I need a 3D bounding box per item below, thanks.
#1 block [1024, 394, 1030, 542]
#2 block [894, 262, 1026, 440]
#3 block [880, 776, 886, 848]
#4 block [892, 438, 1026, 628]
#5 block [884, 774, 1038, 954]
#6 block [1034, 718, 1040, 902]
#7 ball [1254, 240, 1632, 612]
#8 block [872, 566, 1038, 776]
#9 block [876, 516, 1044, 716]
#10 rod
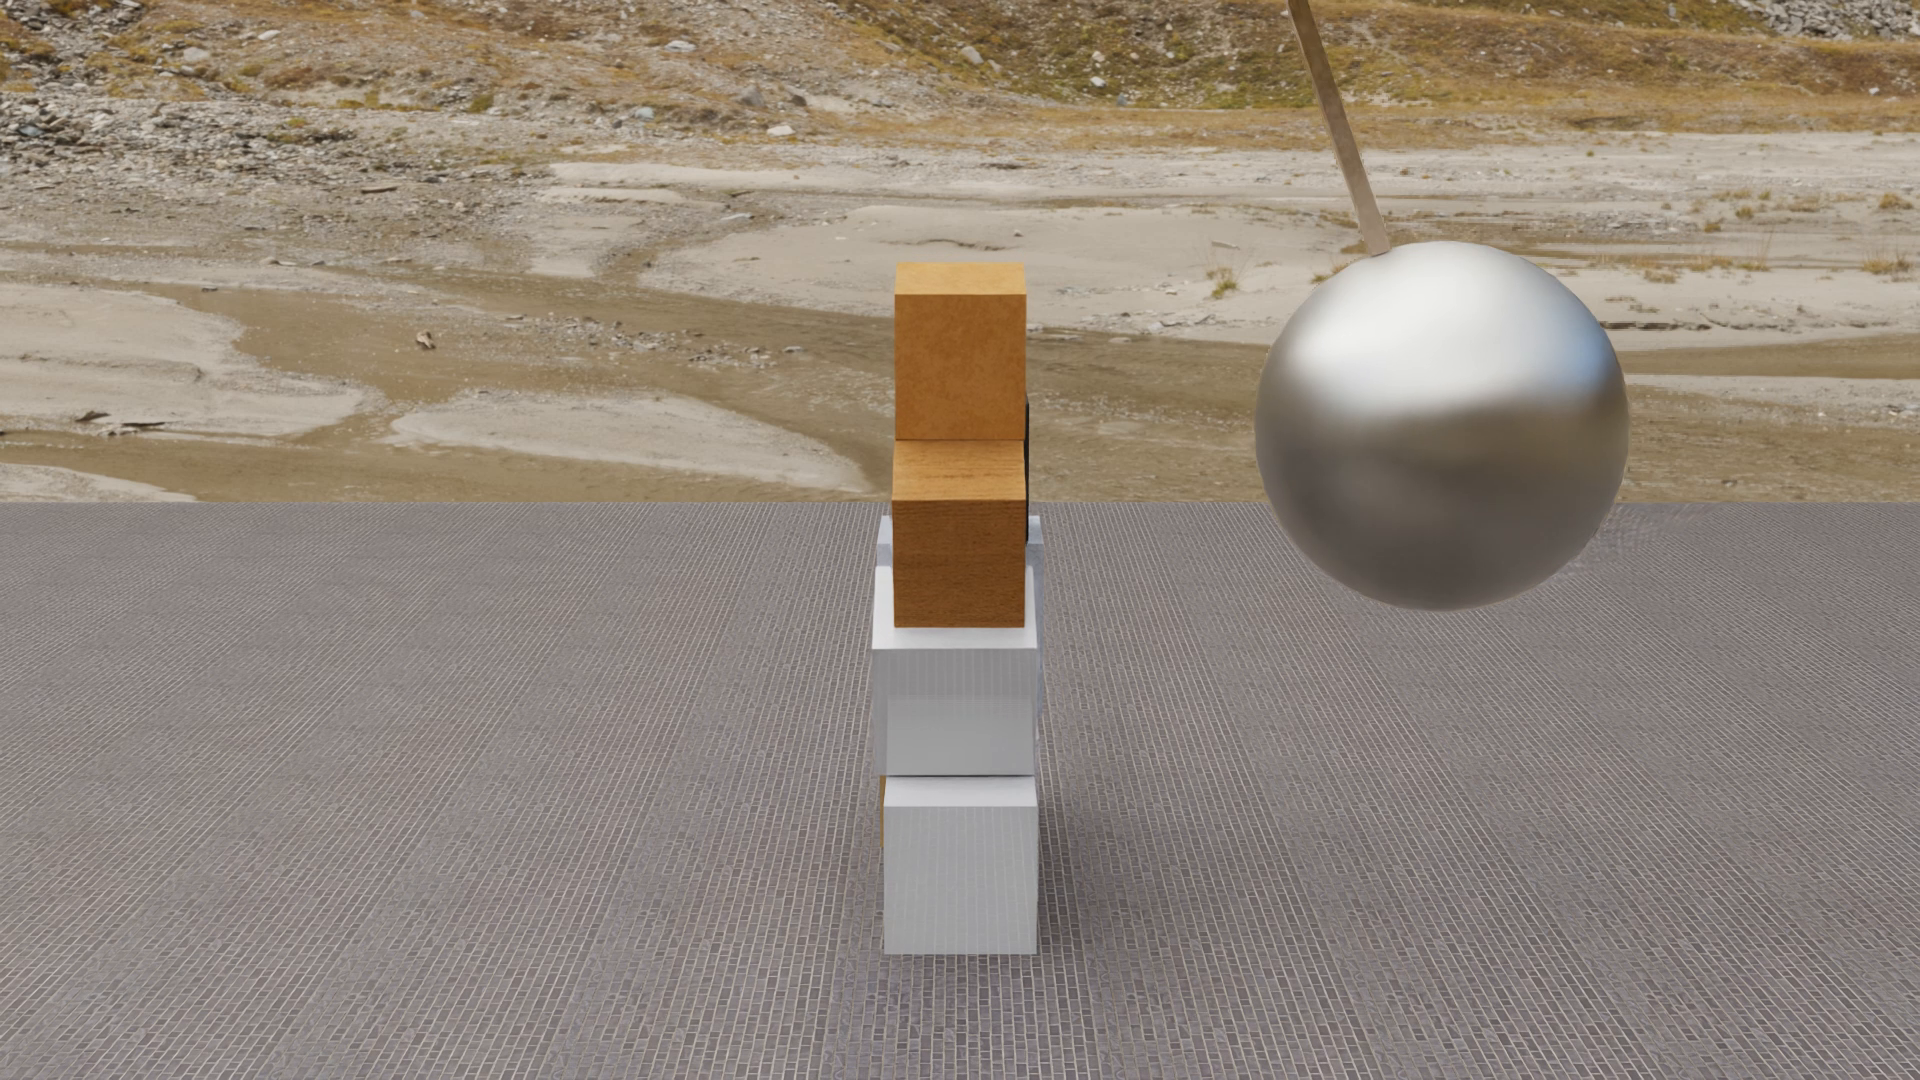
[{"bbox_3d":[0.012,-0.335,11.396,0.575,0.605,0.501,0,10,0],"label":"block"},{"bbox_3d":[0.001,-0.800,10.775,0.536,0.619,0.535,0,20,0],"label":"block"},{"bbox_3d":[-0.019,1.000,12.104,0.696,0.703,0.751,0,10,0],"label":"block"},{"bbox_3d":[-0.004,-0.034,10.577,0.534,0.598,0.535,0,30,0],"label":"block"},{"bbox_3d":[0.002,1.310,10.633,0.615,0.619,0.666,0,10,0],"label":"block"},{"bbox_3d":[0.012,1.130,11.342,0.653,0.719,0.774,0,10,0],"label":"block"},{"bbox_3d":[2.074,-0.489,11.091,1.600,1.600,1.600,0,10,0],"label":"ball"},{"bbox_3d":[-0.023,0.544,10.795,0.667,0.622,0.656,0,30,0],"label":"block"},{"bbox_3d":[0.001,0.330,11.578,0.725,0.770,0.715,0,10,0],"label":"block"},{"bbox_3d":[0.899,-3.628,10.521,0.080,5.200,0.080,-20,10,4],"label":"rod"}]
